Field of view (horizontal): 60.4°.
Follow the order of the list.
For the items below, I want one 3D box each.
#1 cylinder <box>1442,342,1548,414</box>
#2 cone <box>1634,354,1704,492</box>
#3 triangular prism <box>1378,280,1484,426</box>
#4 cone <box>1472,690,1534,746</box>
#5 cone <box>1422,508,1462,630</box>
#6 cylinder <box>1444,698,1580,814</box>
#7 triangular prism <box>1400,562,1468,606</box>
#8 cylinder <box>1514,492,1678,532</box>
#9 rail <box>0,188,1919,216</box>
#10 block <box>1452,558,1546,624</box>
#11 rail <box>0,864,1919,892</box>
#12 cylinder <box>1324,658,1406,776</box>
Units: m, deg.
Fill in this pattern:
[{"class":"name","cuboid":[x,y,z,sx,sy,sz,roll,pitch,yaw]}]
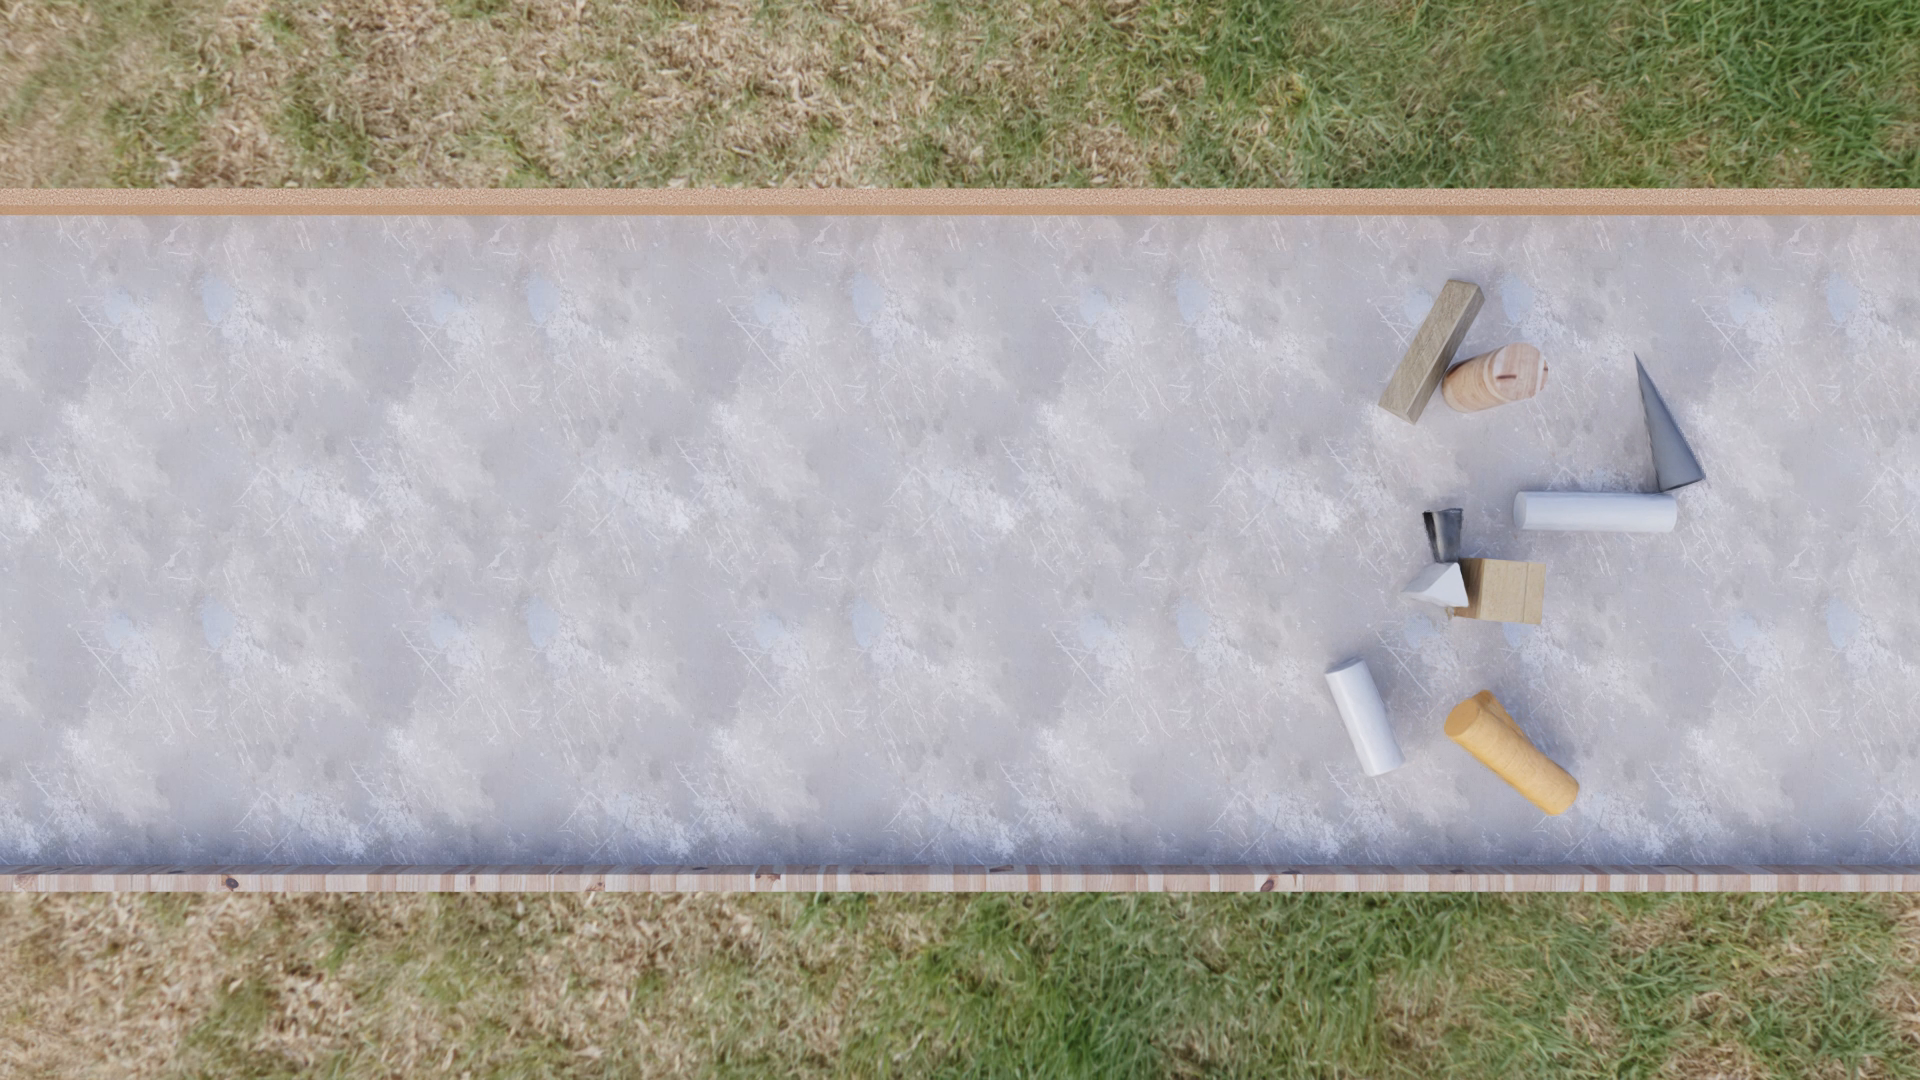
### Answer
[{"class":"cylinder","cuboid":[1.574,-0.474,4.873,0.163,0.395,0.163,0,89,-4]},{"class":"cone","cuboid":[2.134,-0.374,5.043,0.135,0.135,0.437,-16,81,0]},{"class":"triangular prism","cuboid":[1.450,-0.576,5.018,0.129,0.111,0.444,29,90,0]},{"class":"cone","cuboid":[1.720,0.626,5.050,0.391,0.108,0.108,41,90,-8]},{"class":"cone","cuboid":[1.483,0.092,5.022,0.119,0.119,0.366,-5,92,0]},{"class":"cylinder","cuboid":[1.661,0.653,4.963,0.428,0.134,0.134,37,90,-13]},{"class":"triangular prism","cuboid":[1.426,0.123,4.921,0.129,0.308,0.112,16,89,2]},{"class":"cylinder","cuboid":[1.930,-0.086,5.018,0.452,0.118,0.118,1,90,0]},{"class":"rail","cuboid":[-2.247,-1.025,5.002,12.000,0.150,0.050,0,90,0]},{"class":"block","cuboid":[1.597,0.149,4.919,0.177,0.315,0.177,5,90,0]},{"class":"rail","cuboid":[-2.247,1.025,5.001,12.000,0.150,0.050,0,90,0]},{"class":"cylinder","cuboid":[1.231,0.537,5.012,0.129,0.129,0.334,-22,90,0]}]
